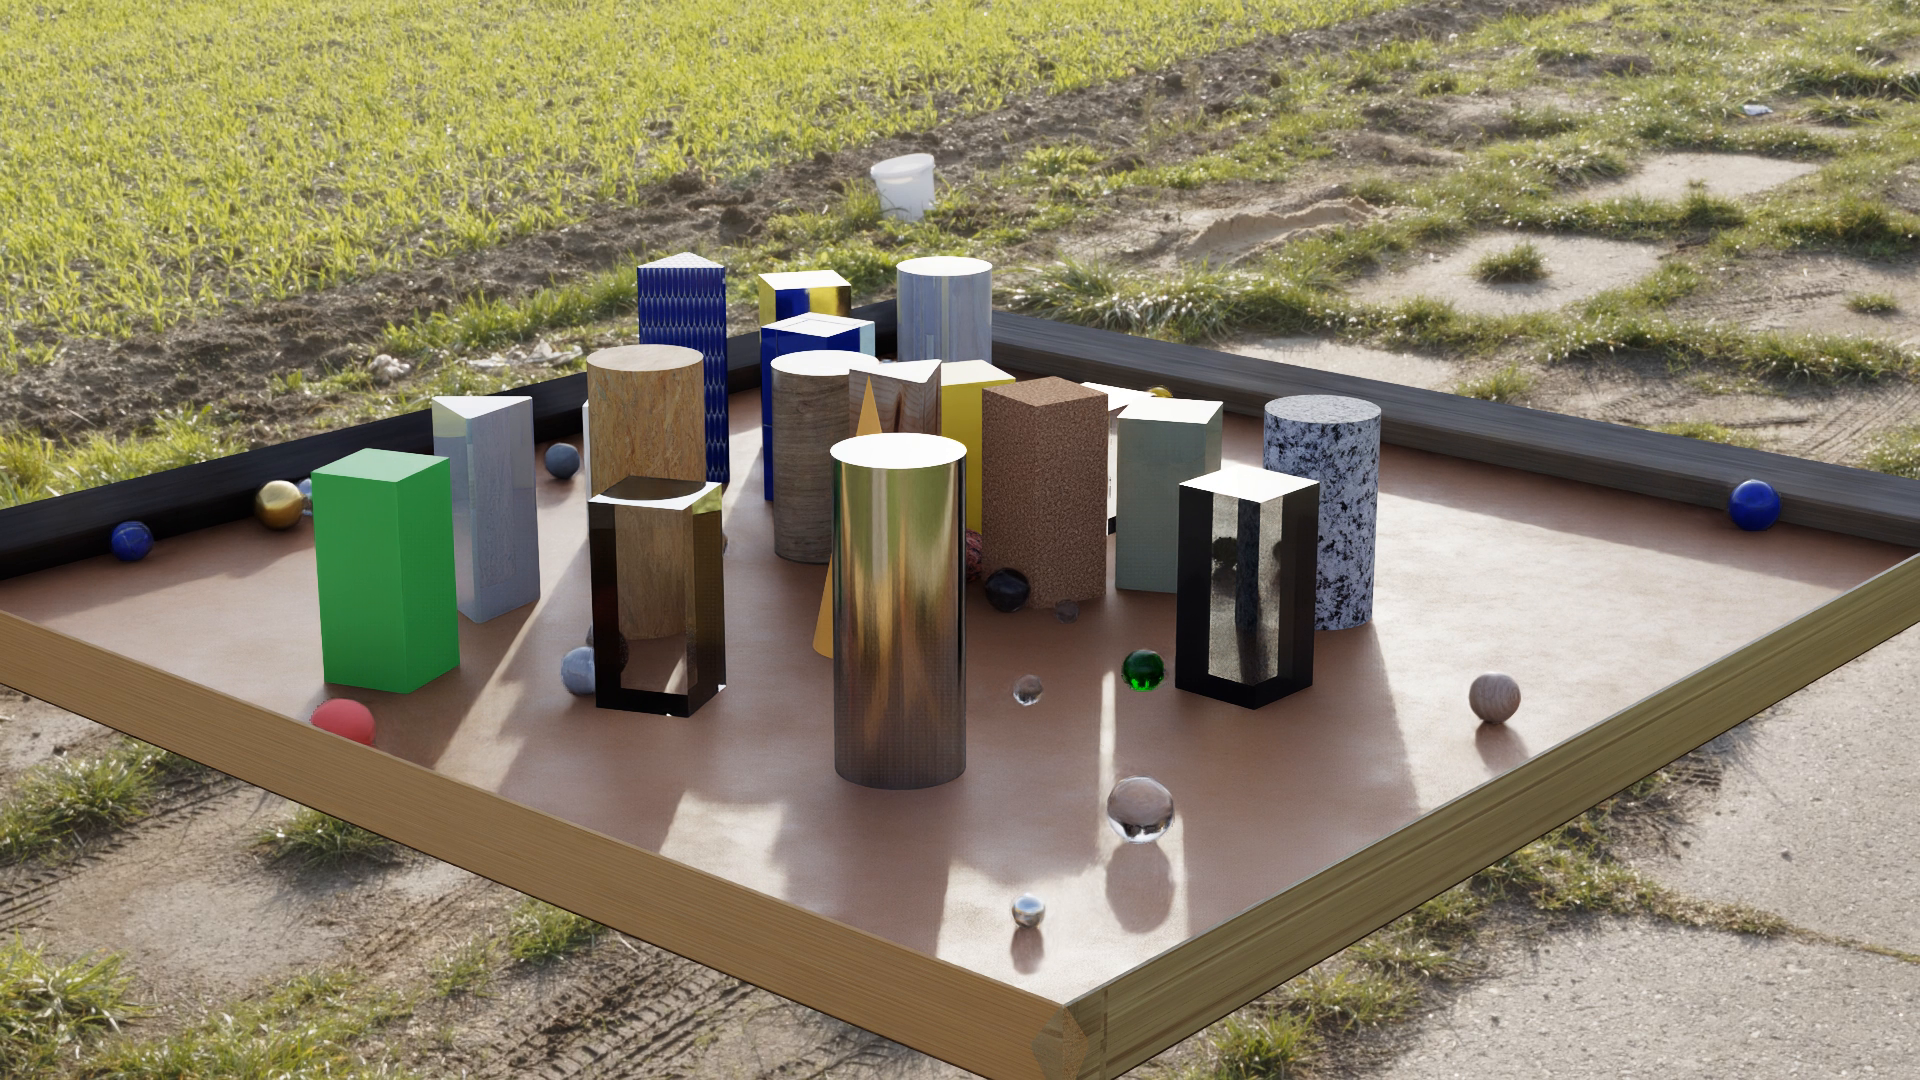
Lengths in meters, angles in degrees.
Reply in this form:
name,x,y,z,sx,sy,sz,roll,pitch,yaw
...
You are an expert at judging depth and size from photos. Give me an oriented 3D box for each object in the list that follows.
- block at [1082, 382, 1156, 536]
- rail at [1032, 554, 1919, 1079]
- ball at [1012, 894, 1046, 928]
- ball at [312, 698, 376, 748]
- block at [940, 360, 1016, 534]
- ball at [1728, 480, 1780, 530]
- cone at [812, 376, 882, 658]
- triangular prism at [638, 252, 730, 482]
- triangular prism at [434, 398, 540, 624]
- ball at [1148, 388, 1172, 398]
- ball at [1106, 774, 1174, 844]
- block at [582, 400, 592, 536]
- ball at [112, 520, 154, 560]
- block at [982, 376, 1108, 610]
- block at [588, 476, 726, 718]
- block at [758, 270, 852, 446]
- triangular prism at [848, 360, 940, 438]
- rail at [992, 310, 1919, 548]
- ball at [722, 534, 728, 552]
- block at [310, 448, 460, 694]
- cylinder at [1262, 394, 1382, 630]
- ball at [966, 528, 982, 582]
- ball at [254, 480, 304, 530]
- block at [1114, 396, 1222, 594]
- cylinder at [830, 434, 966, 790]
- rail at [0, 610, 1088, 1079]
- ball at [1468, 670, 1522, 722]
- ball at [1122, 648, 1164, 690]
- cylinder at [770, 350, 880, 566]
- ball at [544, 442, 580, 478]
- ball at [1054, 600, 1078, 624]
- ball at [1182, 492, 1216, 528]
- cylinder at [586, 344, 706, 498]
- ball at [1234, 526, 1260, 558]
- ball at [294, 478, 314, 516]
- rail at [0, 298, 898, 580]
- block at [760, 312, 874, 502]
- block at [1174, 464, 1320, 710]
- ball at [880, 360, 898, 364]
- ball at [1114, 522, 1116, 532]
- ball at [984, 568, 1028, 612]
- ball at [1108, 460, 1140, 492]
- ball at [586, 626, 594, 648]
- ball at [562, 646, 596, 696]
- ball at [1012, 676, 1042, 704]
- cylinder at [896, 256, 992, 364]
name,x,y,z,sx,sy,sz,roll,pitch,yaw
block,0.259,-0.155,5.546,0.156,0.241,0.156,12,21,35
rail,0.992,0.280,4.296,0.045,0.127,2.727,14,22,39
ball,0.089,0.478,3.784,0.045,0.045,0.045,0,17,0
ball,-0.914,0.283,4.346,0.095,0.095,0.095,0,17,0
block,-0.002,-0.147,5.369,0.156,0.327,0.156,-7,18,-22
ball,1.490,-0.065,5.499,0.096,0.096,0.096,0,17,0
cone,-0.148,-0.048,4.810,0.195,0.460,0.195,0,17,0
triangular prism,-0.544,-0.343,5.834,0.169,0.435,0.146,0,17,0
triangular prism,-0.838,-0.062,5.032,0.146,0.359,0.169,10,19,29
ball,0.428,-0.296,6.316,0.066,0.066,0.066,0,17,0
ball,0.249,0.372,4.052,0.094,0.094,0.094,0,17,0
block,-0.613,-0.148,5.508,0.156,0.249,0.156,1,17,4
ball,-1.501,0.001,5.317,0.073,0.073,0.073,0,17,0
block,0.147,-0.083,5.096,0.156,0.362,0.156,-12,20,-33
block,-0.471,0.087,4.581,0.156,0.335,0.156,5,18,17
block,-0.316,-0.356,6.003,0.156,0.361,0.156,-5,17,-15
triangular prism,-0.082,-0.116,5.164,0.169,0.386,0.146,13,21,38
rail,0.878,-0.260,6.089,2.674,0.127,0.045,14,22,39
ball,-0.447,0.006,5.342,0.049,0.049,0.049,0,17,0
block,-0.916,0.048,4.686,0.156,0.349,0.156,7,18,21
cylinder,0.610,-0.048,4.984,0.195,0.360,0.195,0,17,0
ball,0.005,0.027,5.188,0.097,0.097,0.097,0,17,0
ball,-1.278,-0.066,5.504,0.093,0.093,0.093,0,17,0
block,0.369,-0.079,5.174,0.156,0.310,0.156,5,17,15
cylinder,-0.088,0.103,4.271,0.195,0.483,0.195,0,17,0
rail,-0.878,0.324,4.151,2.674,0.127,0.045,14,22,39
ball,0.822,0.241,4.510,0.081,0.081,0.081,0,17,0
ball,0.291,0.205,4.652,0.067,0.067,0.067,0,17,0
cylinder,-0.243,-0.151,5.338,0.195,0.353,0.195,0,17,0
ball,-0.794,-0.159,5.850,0.072,0.072,0.072,0,17,0
ball,0.181,0.121,4.977,0.040,0.040,0.040,0,17,0
ball,0.450,-0.057,5.525,0.064,0.064,0.064,0,17,0
cylinder,-0.528,-0.092,4.981,0.195,0.446,0.195,0,17,0
ball,0.529,0.004,5.336,0.057,0.057,0.057,0,17,0
ball,-1.244,-0.083,5.602,0.071,0.071,0.071,0,17,0
rail,-0.992,-0.217,5.944,0.045,0.127,2.727,14,22,39
block,-0.273,-0.249,5.680,0.156,0.344,0.156,11,20,32
block,0.452,0.072,4.625,0.156,0.337,0.156,15,22,40
ball,-0.161,-0.358,6.493,0.082,0.082,0.082,0,17,0
ball,0.306,-0.023,5.453,0.041,0.041,0.041,0,17,0
ball,0.080,0.085,5.033,0.076,0.076,0.076,0,17,0
ball,0.320,-0.127,5.759,0.063,0.063,0.063,0,17,0
ball,-0.557,0.163,4.743,0.094,0.094,0.094,0,17,0
ball,-0.590,0.206,4.629,0.078,0.078,0.078,0,17,0
ball,0.106,0.235,4.589,0.047,0.047,0.047,0,17,0
cylinder,-0.032,-0.378,6.043,0.195,0.380,0.195,0,17,0
